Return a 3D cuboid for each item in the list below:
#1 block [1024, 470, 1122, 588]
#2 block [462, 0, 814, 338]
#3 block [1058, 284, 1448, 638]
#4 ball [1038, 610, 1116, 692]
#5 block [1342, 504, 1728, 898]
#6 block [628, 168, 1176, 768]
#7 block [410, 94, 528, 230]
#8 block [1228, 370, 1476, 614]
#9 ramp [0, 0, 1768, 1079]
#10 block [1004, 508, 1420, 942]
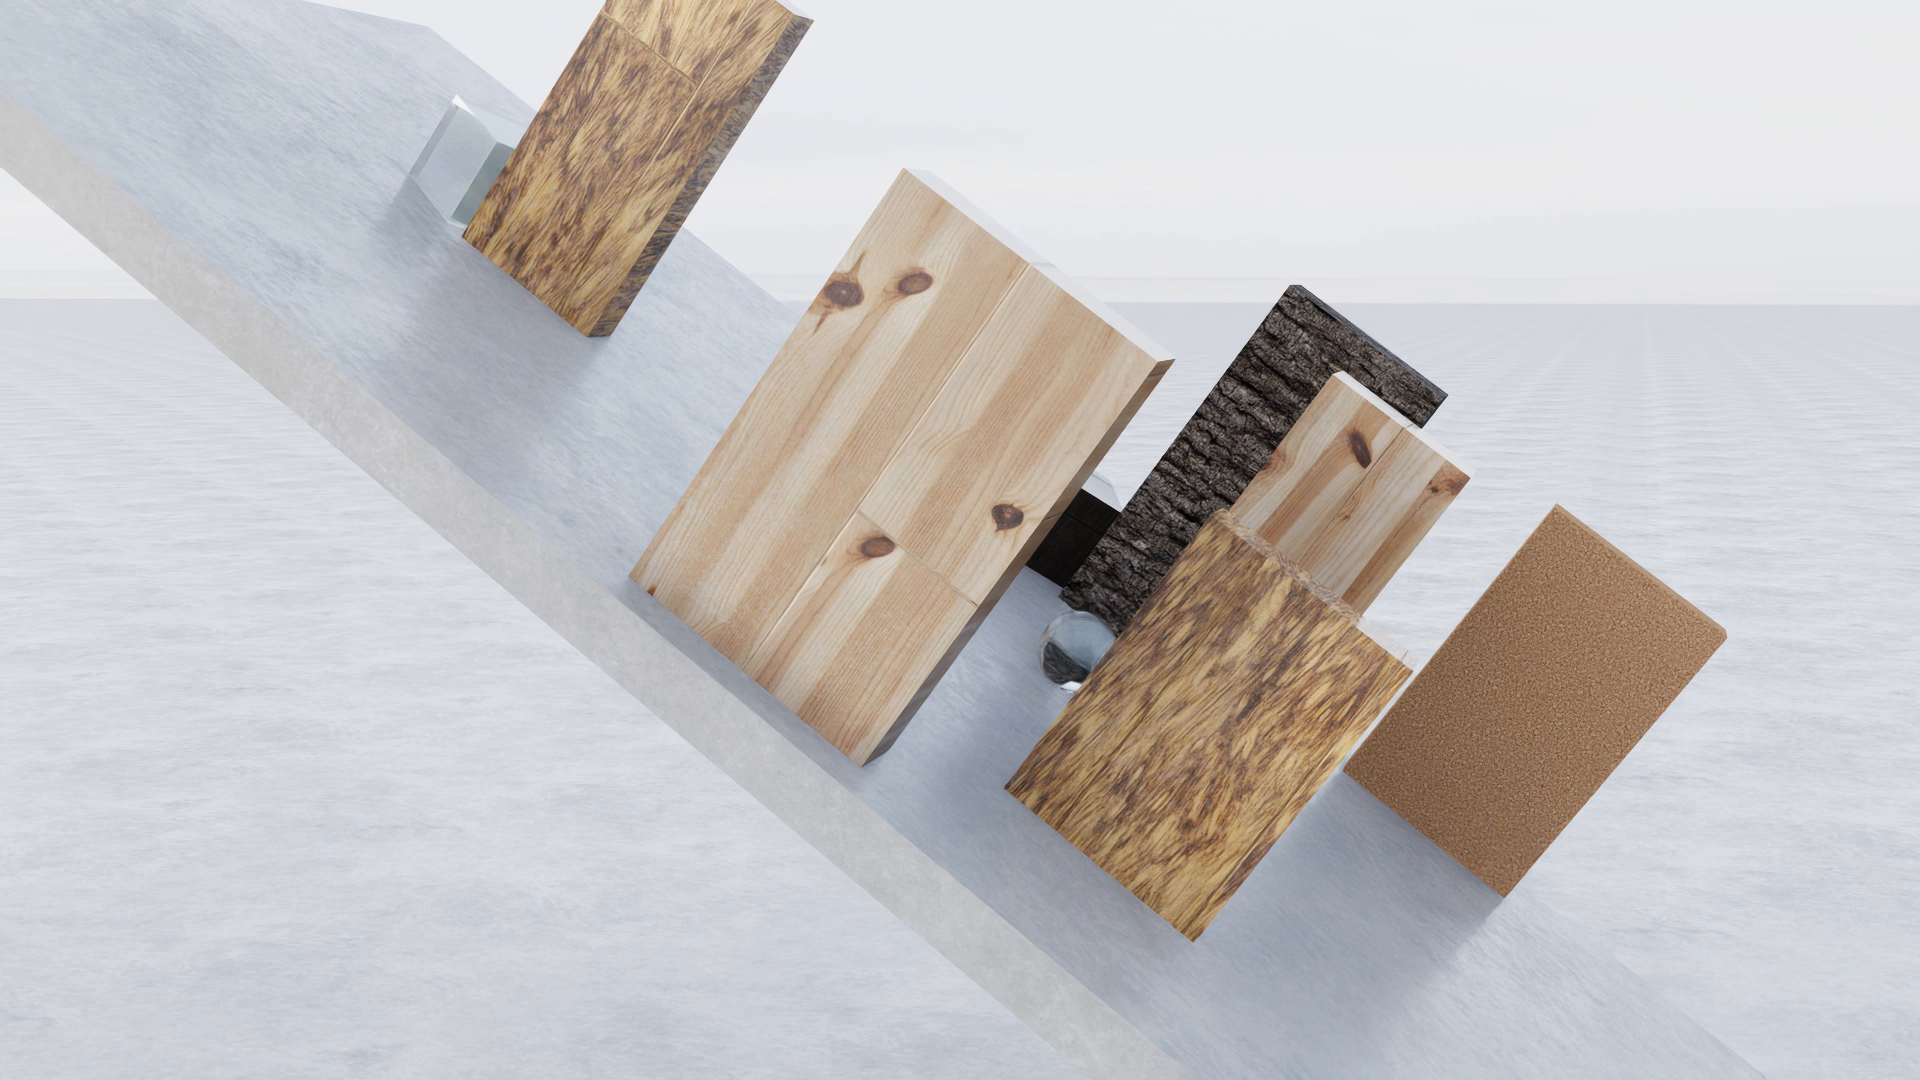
[{"bbox_3d":[0.191,-0.061,4.618,0.202,0.202,0.202,31,16,-16],"label":"block"},{"bbox_3d":[-0.597,-0.752,4.037,0.315,0.706,0.099,38,16,10],"label":"block"},{"bbox_3d":[0.585,-0.086,4.430,0.368,0.786,0.143,38,16,10],"label":"block"},{"bbox_3d":[0.216,0.203,4.007,0.147,0.147,0.147,0,7,0],"label":"ball"},{"bbox_3d":[1.199,0.338,4.619,0.427,0.714,0.109,38,16,10],"label":"block"},{"bbox_3d":[-0.092,-0.101,3.161,0.448,0.728,0.126,38,16,10],"label":"block"},{"bbox_3d":[-0.904,-0.706,4.231,0.184,0.184,0.184,17,24,-50],"label":"block"},{"bbox_3d":[0.582,0.084,4.005,0.299,0.746,0.146,38,16,10],"label":"block"},{"bbox_3d":[-0.069,0.133,4.072,4.000,0.100,2.000,38,16,10],"label":"ramp"},{"bbox_3d":[0.382,0.284,3.377,0.376,0.544,0.105,38,16,10],"label":"block"}]
